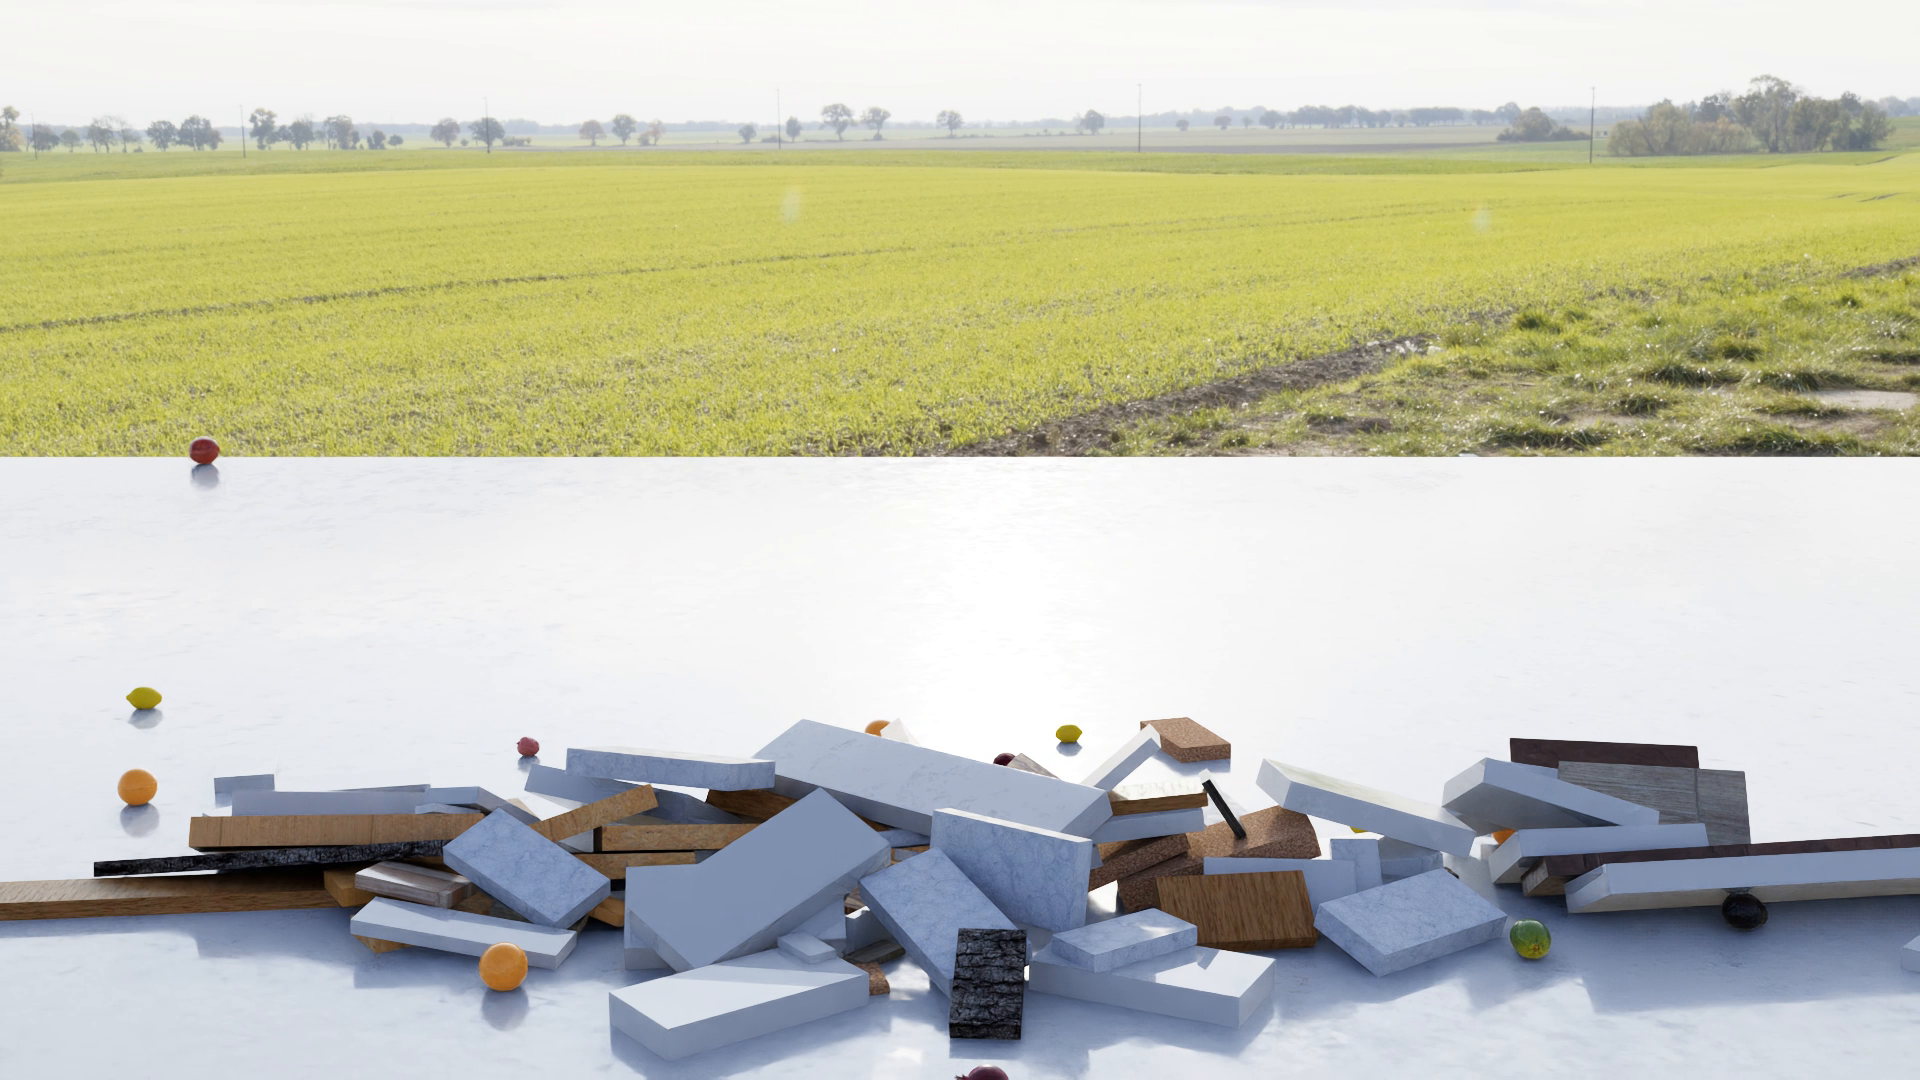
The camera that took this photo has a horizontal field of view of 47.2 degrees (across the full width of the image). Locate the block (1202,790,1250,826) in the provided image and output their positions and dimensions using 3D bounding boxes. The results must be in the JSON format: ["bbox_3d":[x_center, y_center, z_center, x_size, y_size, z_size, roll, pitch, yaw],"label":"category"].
[{"bbox_3d":[0.470,0.506,4.041,0.100,0.028,0.200,-2,11,-13],"label":"block"}]

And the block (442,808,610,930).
[{"bbox_3d":[-0.692,0.529,3.511,0.247,0.035,0.123,27,41,25],"label":"block"}]

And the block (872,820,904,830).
[{"bbox_3d":[-0.116,0.508,4.024,0.109,0.031,0.219,-1,11,-5],"label":"block"}]

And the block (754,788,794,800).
[{"bbox_3d":[-0.257,0.463,4.009,0.311,0.044,0.156,5,1,39],"label":"block"}]

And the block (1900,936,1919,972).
[{"bbox_3d":[1.557,0.641,3.301,0.238,0.034,0.119,10,14,43],"label":"block"}]

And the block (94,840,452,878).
[{"bbox_3d":[-1.129,0.528,3.652,0.633,0.026,0.090,-5,-8,12],"label":"block"}]

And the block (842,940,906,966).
[{"bbox_3d":[-0.132,0.637,3.378,0.046,0.013,0.093,9,14,39],"label":"block"}]

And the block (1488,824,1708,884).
[{"bbox_3d":[1.063,0.524,3.672,0.319,0.045,0.159,-1,-25,-6],"label":"block"}]

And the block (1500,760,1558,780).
[{"bbox_3d":[1.070,0.472,3.974,0.238,0.034,0.119,8,52,14],"label":"block"}]

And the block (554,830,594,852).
[{"bbox_3d":[-0.639,0.538,3.834,0.085,0.024,0.170,-7,6,-32],"label":"block"}]

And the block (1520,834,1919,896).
[{"bbox_3d":[1.363,0.533,3.650,0.856,0.034,0.119,-2,-24,-7],"label":"block"}]

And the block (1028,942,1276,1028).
[{"bbox_3d":[0.284,0.643,3.256,0.327,0.046,0.163,5,12,26],"label":"block"}]

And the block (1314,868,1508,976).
[{"bbox_3d":[0.704,0.594,3.431,0.284,0.040,0.142,-8,30,-36],"label":"block"}]

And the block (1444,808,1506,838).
[{"bbox_3d":[0.920,0.487,3.871,0.153,0.076,0.022,-22,41,26],"label":"block"}]

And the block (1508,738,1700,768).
[{"bbox_3d":[1.182,0.451,4.035,0.337,0.048,0.168,2,47,9],"label":"block"}]

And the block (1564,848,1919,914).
[{"bbox_3d":[1.666,0.538,3.607,1.351,0.048,0.168,-2,-19,-9],"label":"block"}]

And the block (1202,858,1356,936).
[{"bbox_3d":[0.509,0.568,3.504,0.238,0.034,0.119,1,52,3],"label":"block"}]

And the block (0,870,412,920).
[{"bbox_3d":[-1.249,0.583,3.627,0.733,0.030,0.106,-1,11,-7],"label":"block"}]

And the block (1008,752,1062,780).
[{"bbox_3d":[0.136,0.477,3.978,0.123,0.035,0.304,-46,22,-8],"label":"block"}]

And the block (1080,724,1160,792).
[{"bbox_3d":[0.260,0.382,3.670,0.174,0.025,0.087,-41,5,9],"label":"block"}]

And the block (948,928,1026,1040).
[{"bbox_3d":[0.041,0.636,3.160,0.100,0.028,0.200,1,31,4],"label":"block"}]

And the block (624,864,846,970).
[{"bbox_3d":[-0.348,0.576,3.403,0.335,0.047,0.167,-2,38,-6],"label":"block"}]

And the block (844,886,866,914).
[{"bbox_3d":[-0.099,0.593,3.525,0.170,0.016,0.057,9,30,18],"label":"block"}]

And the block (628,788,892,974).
[{"bbox_3d":[-0.304,0.532,3.385,0.383,0.047,0.167,-30,48,-34],"label":"block"}]

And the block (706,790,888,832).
[{"bbox_3d":[-0.279,0.493,3.868,0.311,0.044,0.156,7,-17,32],"label":"block"}]

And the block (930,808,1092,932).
[{"bbox_3d":[0.074,0.515,3.434,0.285,0.142,0.040,7,3,39],"label":"block"}]

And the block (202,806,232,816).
[{"bbox_3d":[-1.263,0.519,3.965,0.111,0.031,0.222,-10,14,-43],"label":"block"}]

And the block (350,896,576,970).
[{"bbox_3d":[-0.767,0.607,3.400,0.336,0.024,0.085,8,17,10],"label":"block"}]

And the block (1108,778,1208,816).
[{"bbox_3d":[0.322,0.427,3.650,0.174,0.025,0.087,-6,10,4],"label":"block"}]

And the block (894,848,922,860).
[{"bbox_3d":[-0.038,0.528,3.618,0.125,0.018,0.063,14,-9,-28],"label":"block"}]

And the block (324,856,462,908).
[{"bbox_3d":[-0.924,0.554,3.614,0.212,0.030,0.106,-6,12,-31],"label":"block"}]

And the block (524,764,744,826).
[{"bbox_3d":[-0.584,0.474,3.931,0.356,0.050,0.178,6,-17,31],"label":"block"}]

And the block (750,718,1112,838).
[{"bbox_3d":[-0.073,0.426,3.772,0.734,0.046,0.163,8,33,43],"label":"block"}]

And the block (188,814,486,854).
[{"bbox_3d":[-1.045,0.509,3.758,0.484,0.050,0.178,0,-16,-2],"label":"block"}]

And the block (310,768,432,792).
[{"bbox_3d":[-1.127,0.473,4.210,0.222,0.031,0.111,-3,11,-13],"label":"block"}]

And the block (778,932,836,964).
[{"bbox_3d":[-0.229,0.608,3.279,0.046,0.013,0.093,-7,13,-34],"label":"block"}]

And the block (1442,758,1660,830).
[{"bbox_3d":[1.002,0.458,3.741,0.319,0.045,0.159,18,-25,-7],"label":"block"}]
